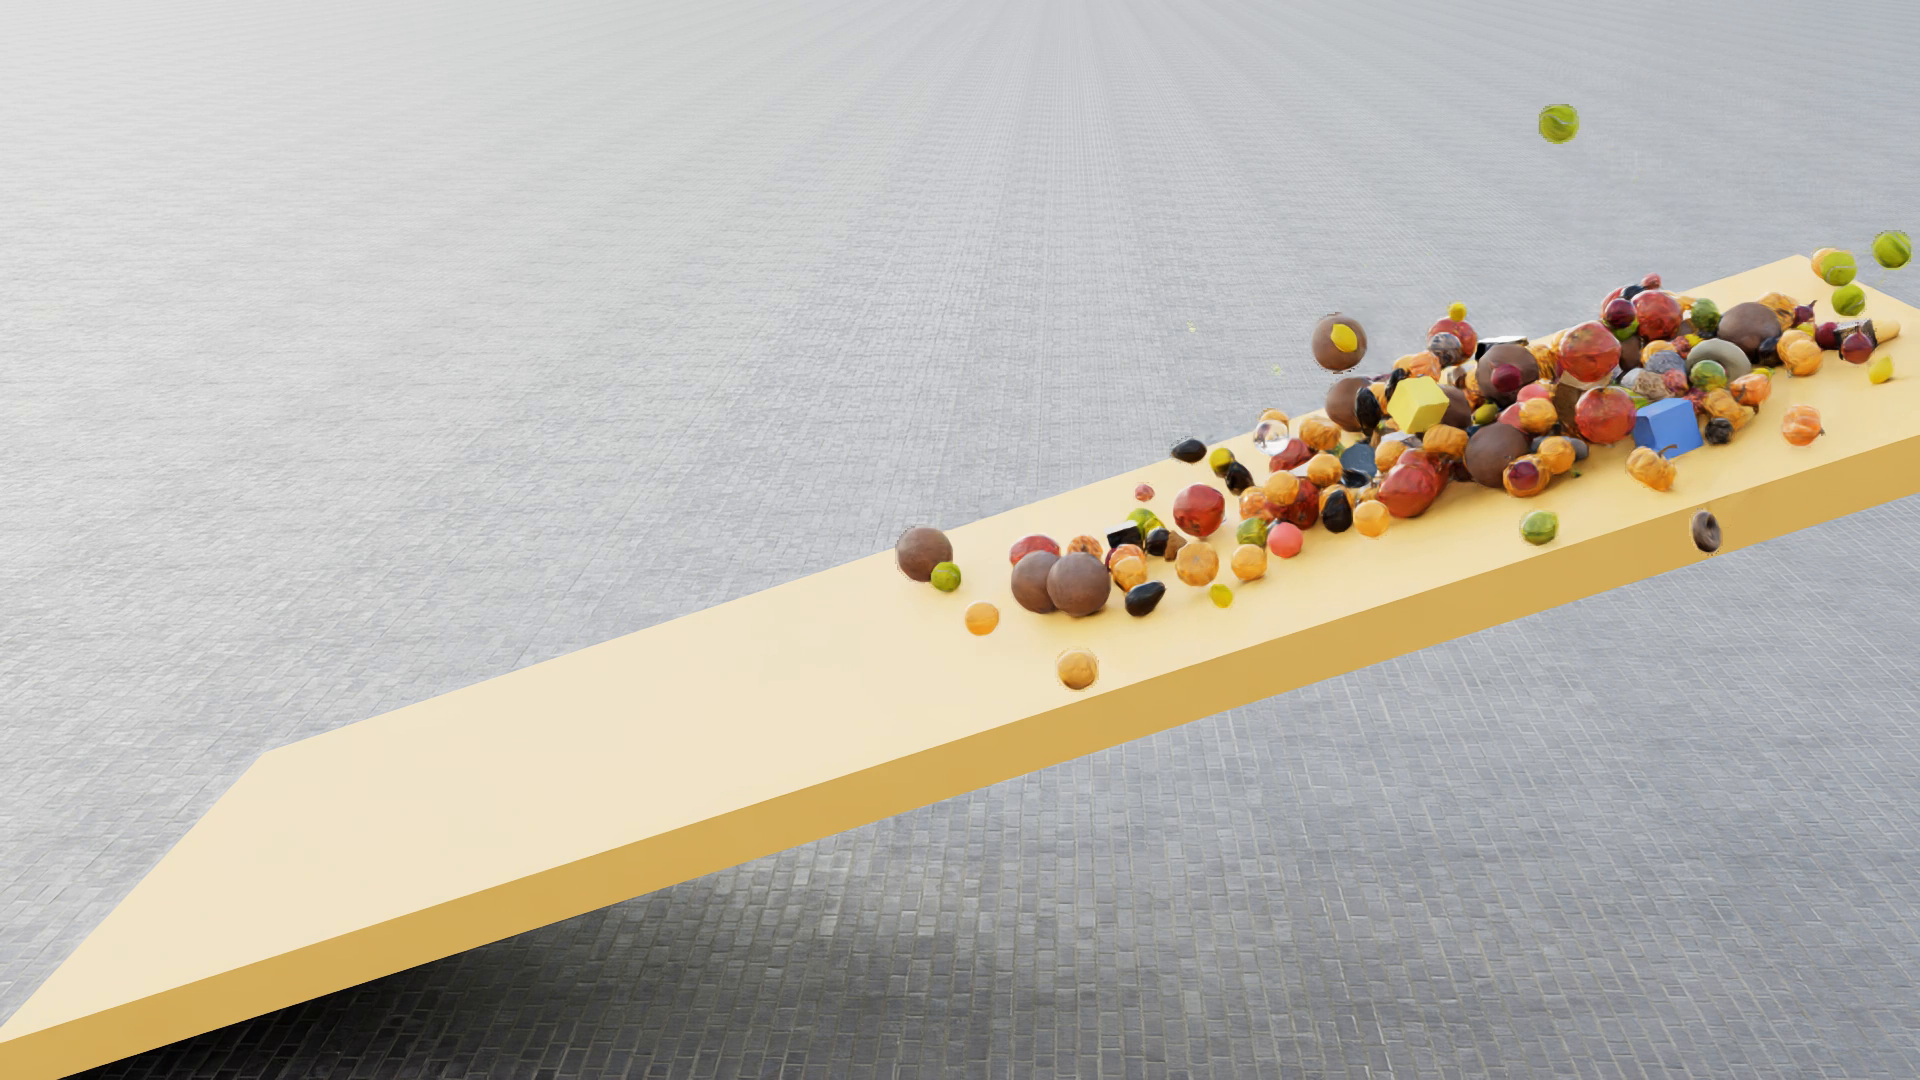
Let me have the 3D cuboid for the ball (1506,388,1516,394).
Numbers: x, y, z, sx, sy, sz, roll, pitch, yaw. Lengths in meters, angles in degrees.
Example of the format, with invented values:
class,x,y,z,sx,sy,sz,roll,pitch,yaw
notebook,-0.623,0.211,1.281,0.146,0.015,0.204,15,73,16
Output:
class,x,y,z,sx,sy,sz,roll,pitch,yaw
ball,1.201,-0.297,6.357,0.065,0.065,0.065,0,12,0

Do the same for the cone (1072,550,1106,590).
class,x,y,z,sx,sy,sz,roll,pitch,yaw
cone,0.261,0.056,6.187,0.076,0.076,0.076,-18,11,4

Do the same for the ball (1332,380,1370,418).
class,x,y,z,sx,sy,sz,roll,pitch,yaw
ball,0.925,-0.333,6.955,0.088,0.088,0.088,0,12,0

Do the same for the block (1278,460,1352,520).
class,x,y,z,sx,sy,sz,roll,pitch,yaw
block,0.739,-0.105,6.119,0.094,0.094,0.094,-25,12,-31

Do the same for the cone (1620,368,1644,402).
class,x,y,z,sx,sy,sz,roll,pitch,yaw
cone,1.352,-0.315,5.841,0.078,0.078,0.078,3,-11,14

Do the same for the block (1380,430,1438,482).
class,x,y,z,sx,sy,sz,roll,pitch,yaw
block,0.937,-0.177,6.139,0.093,0.093,0.093,-17,11,12

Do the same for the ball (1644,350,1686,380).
class,x,y,z,sx,sy,sz,roll,pitch,yaw
ball,1.392,-0.334,5.804,0.081,0.081,0.081,0,12,0

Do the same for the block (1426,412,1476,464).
class,x,y,z,sx,sy,sz,roll,pitch,yaw
block,1.021,-0.214,6.203,0.084,0.084,0.084,-24,12,-23

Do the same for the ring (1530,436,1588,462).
class,x,y,z,sx,sy,sz,roll,pitch,yaw
ring,1.179,-0.180,5.784,0.114,0.038,0.114,7,-6,1

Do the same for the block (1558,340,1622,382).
class,x,y,z,sx,sy,sz,roll,pitch,yaw
block,1.285,-0.353,5.992,0.076,0.076,0.076,-39,21,-18

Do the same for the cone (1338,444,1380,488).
class,x,y,z,sx,sy,sz,roll,pitch,yaw
cone,0.846,-0.139,6.078,0.096,0.096,0.096,10,-11,38

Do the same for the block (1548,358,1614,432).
class,x,y,z,sx,sy,sz,roll,pitch,yaw
block,1.238,-0.289,5.863,0.090,0.090,0.090,20,42,15

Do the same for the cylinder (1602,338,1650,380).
class,x,y,z,sx,sy,sz,roll,pitch,yaw
cylinder,1.432,-0.392,6.374,0.088,0.088,0.088,-4,6,-19

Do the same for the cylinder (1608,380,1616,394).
class,x,y,z,sx,sy,sz,roll,pitch,yaw
cylinder,1.371,-0.336,6.280,0.050,0.050,0.050,2,6,9

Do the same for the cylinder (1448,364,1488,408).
class,x,y,z,sx,sy,sz,roll,pitch,yaw
cylinder,1.091,-0.331,6.322,0.076,0.076,0.076,1,19,3

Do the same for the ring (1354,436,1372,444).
class,x,y,z,sx,sy,sz,roll,pitch,yaw
ring,0.912,-0.211,6.530,0.079,0.026,0.079,-15,14,4

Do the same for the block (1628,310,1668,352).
class,x,y,z,sx,sy,sz,roll,pitch,yaw
block,1.446,-0.440,6.185,0.055,0.055,0.055,-43,48,-20

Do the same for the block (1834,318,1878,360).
class,x,y,z,sx,sy,sz,roll,pitch,yaw
block,1.792,-0.403,5.885,0.060,0.060,0.060,-11,13,37

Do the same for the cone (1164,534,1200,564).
class,x,y,z,sx,sy,sz,roll,pitch,yaw
cone,0.470,0.020,6.127,0.068,0.068,0.068,-1,11,25

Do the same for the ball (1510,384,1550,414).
class,x,y,z,sx,sy,sz,roll,pitch,yaw
ball,1.189,-0.284,6.139,0.084,0.084,0.084,0,12,0

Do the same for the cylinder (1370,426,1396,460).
class,x,y,z,sx,sy,sz,roll,pitch,yaw
cylinder,0.915,-0.210,6.362,0.054,0.054,0.054,9,30,-5

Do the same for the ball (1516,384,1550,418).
class,x,y,z,sx,sy,sz,roll,pitch,yaw
ball,1.153,-0.280,5.915,0.067,0.067,0.067,0,12,0

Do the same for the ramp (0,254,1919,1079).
class,x,y,z,sx,sy,sz,roll,pitch,yaw
ramp,0.106,0.181,6.306,4.000,0.100,2.000,-18,11,6

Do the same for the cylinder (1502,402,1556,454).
class,x,y,z,sx,sy,sz,roll,pitch,yaw
cylinder,1.161,-0.231,6.009,0.090,0.090,0.090,-1,14,-3

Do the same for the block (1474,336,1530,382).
class,x,y,z,sx,sy,sz,roll,pitch,yaw
block,1.237,-0.412,6.704,0.092,0.092,0.092,0,10,31

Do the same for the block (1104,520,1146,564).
class,x,y,z,sx,sy,sz,roll,pitch,yaw
block,0.353,0.004,6.301,0.069,0.069,0.069,-18,11,0

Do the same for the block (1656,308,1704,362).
class,x,y,z,sx,sy,sz,roll,pitch,yaw
block,1.557,-0.437,6.368,0.092,0.092,0.092,-15,12,21

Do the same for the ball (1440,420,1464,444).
class,x,y,z,sx,sy,sz,roll,pitch,yaw
ball,1.021,-0.224,6.113,0.050,0.050,0.050,0,12,0

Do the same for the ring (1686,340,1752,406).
class,x,y,z,sx,sy,sz,roll,pitch,yaw
ring,1.498,-0.330,5.813,0.140,0.140,0.047,9,27,37

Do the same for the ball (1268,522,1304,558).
class,x,y,z,sx,sy,sz,roll,pitch,yaw
ball,0.644,0.001,5.820,0.070,0.070,0.070,0,12,0

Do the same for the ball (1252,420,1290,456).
class,x,y,z,sx,sy,sz,roll,pitch,yaw
ball,0.660,-0.217,6.236,0.078,0.078,0.078,0,12,0

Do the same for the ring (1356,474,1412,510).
class,x,y,z,sx,sy,sz,roll,pitch,yaw
ring,0.866,-0.098,6.007,0.123,0.041,0.123,-22,9,4

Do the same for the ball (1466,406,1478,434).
class,x,y,z,sx,sy,sz,roll,pitch,yaw
ball,1.110,-0.256,6.319,0.060,0.060,0.060,0,12,0

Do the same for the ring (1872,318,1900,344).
class,x,y,z,sx,sy,sz,roll,pitch,yaw
ring,1.849,-0.419,5.940,0.100,0.033,0.100,-20,10,4

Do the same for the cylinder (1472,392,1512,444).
class,x,y,z,sx,sy,sz,roll,pitch,yaw
cylinder,1.139,-0.256,6.202,0.087,0.087,0.087,8,24,32

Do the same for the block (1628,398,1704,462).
class,x,y,z,sx,sy,sz,roll,pitch,yaw
block,1.345,-0.211,5.608,0.091,0.091,0.091,-21,11,-10

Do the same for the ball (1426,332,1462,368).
class,x,y,z,sx,sy,sz,roll,pitch,yaw
ball,1.049,-0.412,6.373,0.077,0.077,0.077,0,12,0

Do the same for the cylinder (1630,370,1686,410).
class,x,y,z,sx,sy,sz,roll,pitch,yaw
cylinder,1.365,-0.283,5.746,0.082,0.082,0.082,16,18,26

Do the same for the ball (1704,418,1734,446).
class,x,y,z,sx,sy,sz,roll,pitch,yaw
ball,1.429,-0.205,5.538,0.052,0.052,0.052,0,12,0

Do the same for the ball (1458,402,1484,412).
class,x,y,z,sx,sy,sz,roll,pitch,yaw
ball,1.140,-0.315,6.566,0.061,0.061,0.061,0,12,0

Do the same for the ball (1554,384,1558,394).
class,x,y,z,sx,sy,sz,roll,pitch,yaw
ball,1.290,-0.303,6.171,0.089,0.089,0.089,0,12,0

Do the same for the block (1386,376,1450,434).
class,x,y,z,sx,sy,sz,roll,pitch,yaw
block,0.913,-0.269,5.862,0.077,0.077,0.077,-8,48,-28
